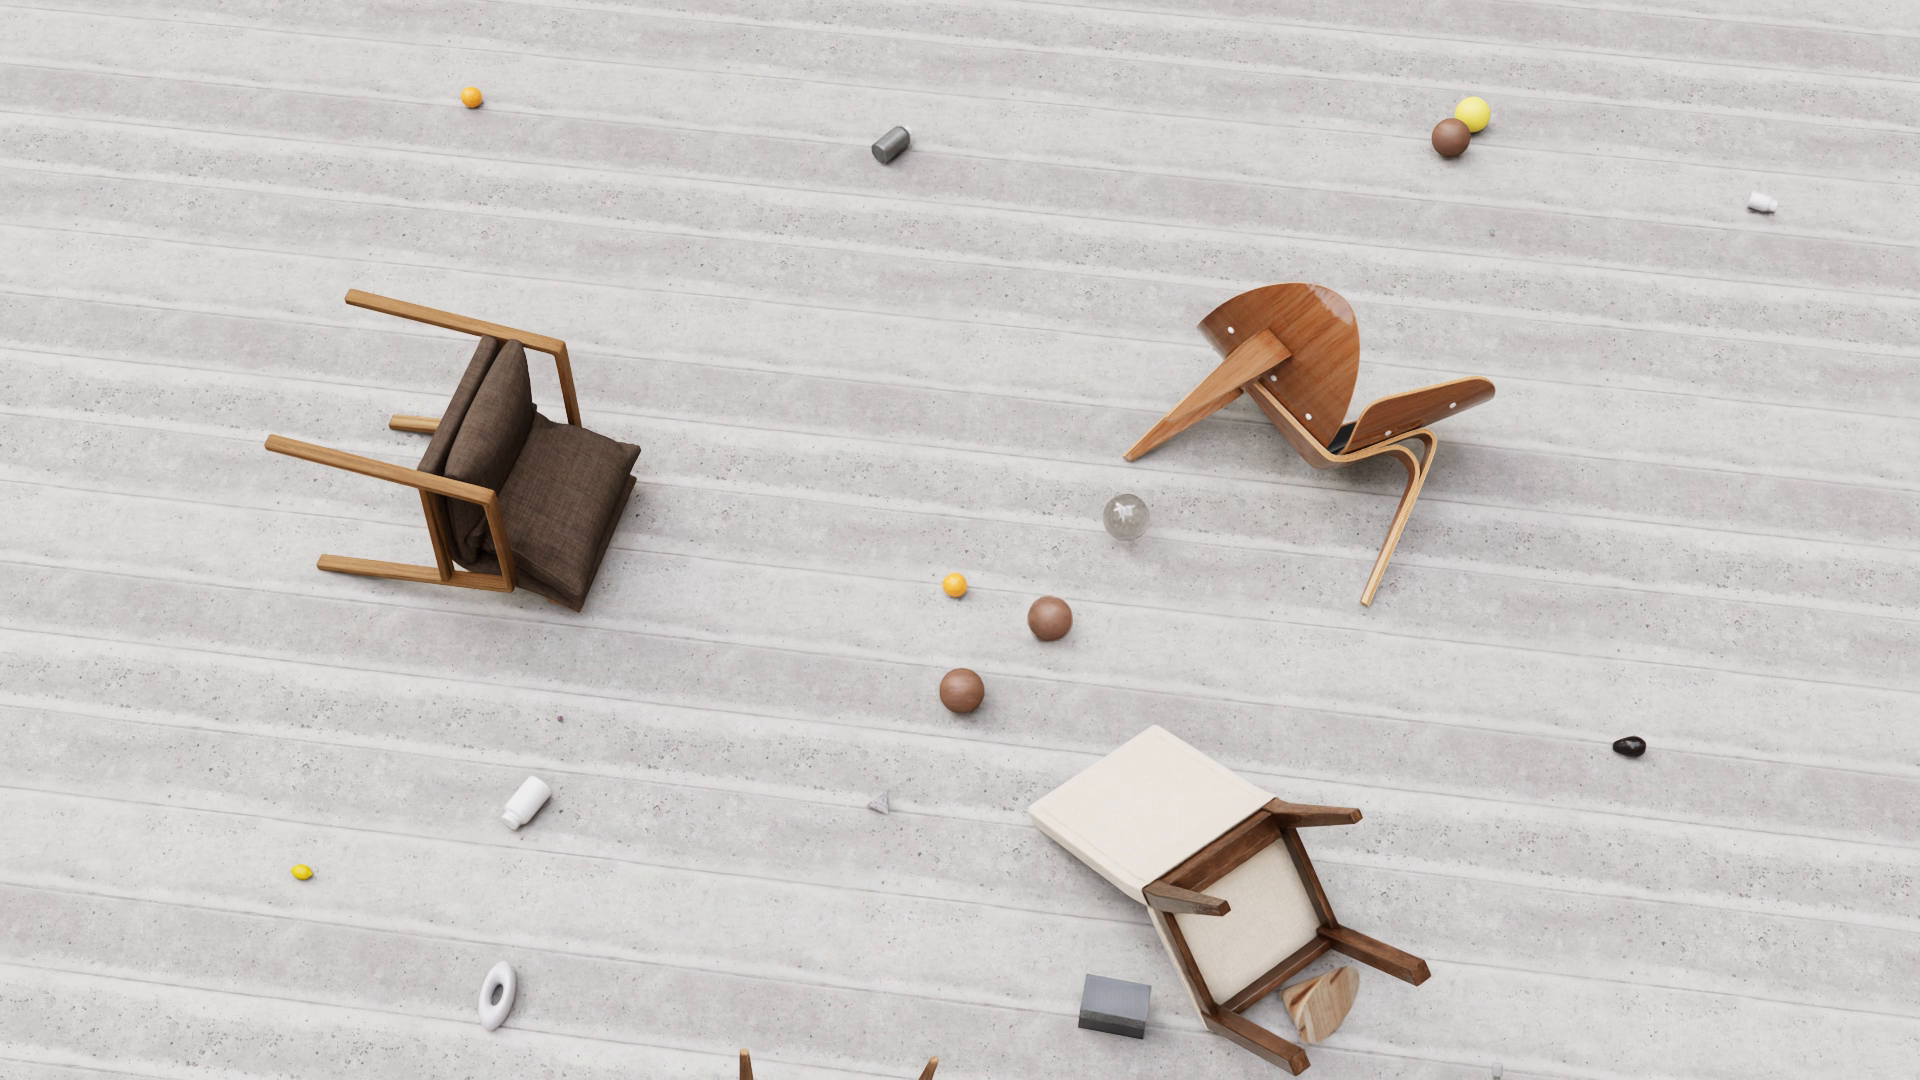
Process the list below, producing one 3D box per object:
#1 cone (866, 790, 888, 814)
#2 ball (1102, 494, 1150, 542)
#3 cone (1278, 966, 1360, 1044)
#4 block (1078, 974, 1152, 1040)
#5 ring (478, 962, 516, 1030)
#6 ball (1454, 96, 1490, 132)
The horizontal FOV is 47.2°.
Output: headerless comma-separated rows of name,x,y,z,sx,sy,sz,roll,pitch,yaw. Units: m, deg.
cone,-0.214,0.734,6.064,0.070,0.065,0.061,-35,91,-13
ball,0.494,-0.067,6.534,0.142,0.142,0.142,0,56,0
cone,0.894,1.190,5.725,0.163,0.161,0.290,6,25,42
block,0.400,1.207,5.688,0.170,0.127,0.098,9,57,6
ring,-1.208,1.188,5.741,0.087,0.061,0.188,7,57,2
ball,1.742,-1.445,7.472,0.119,0.119,0.119,0,56,0
